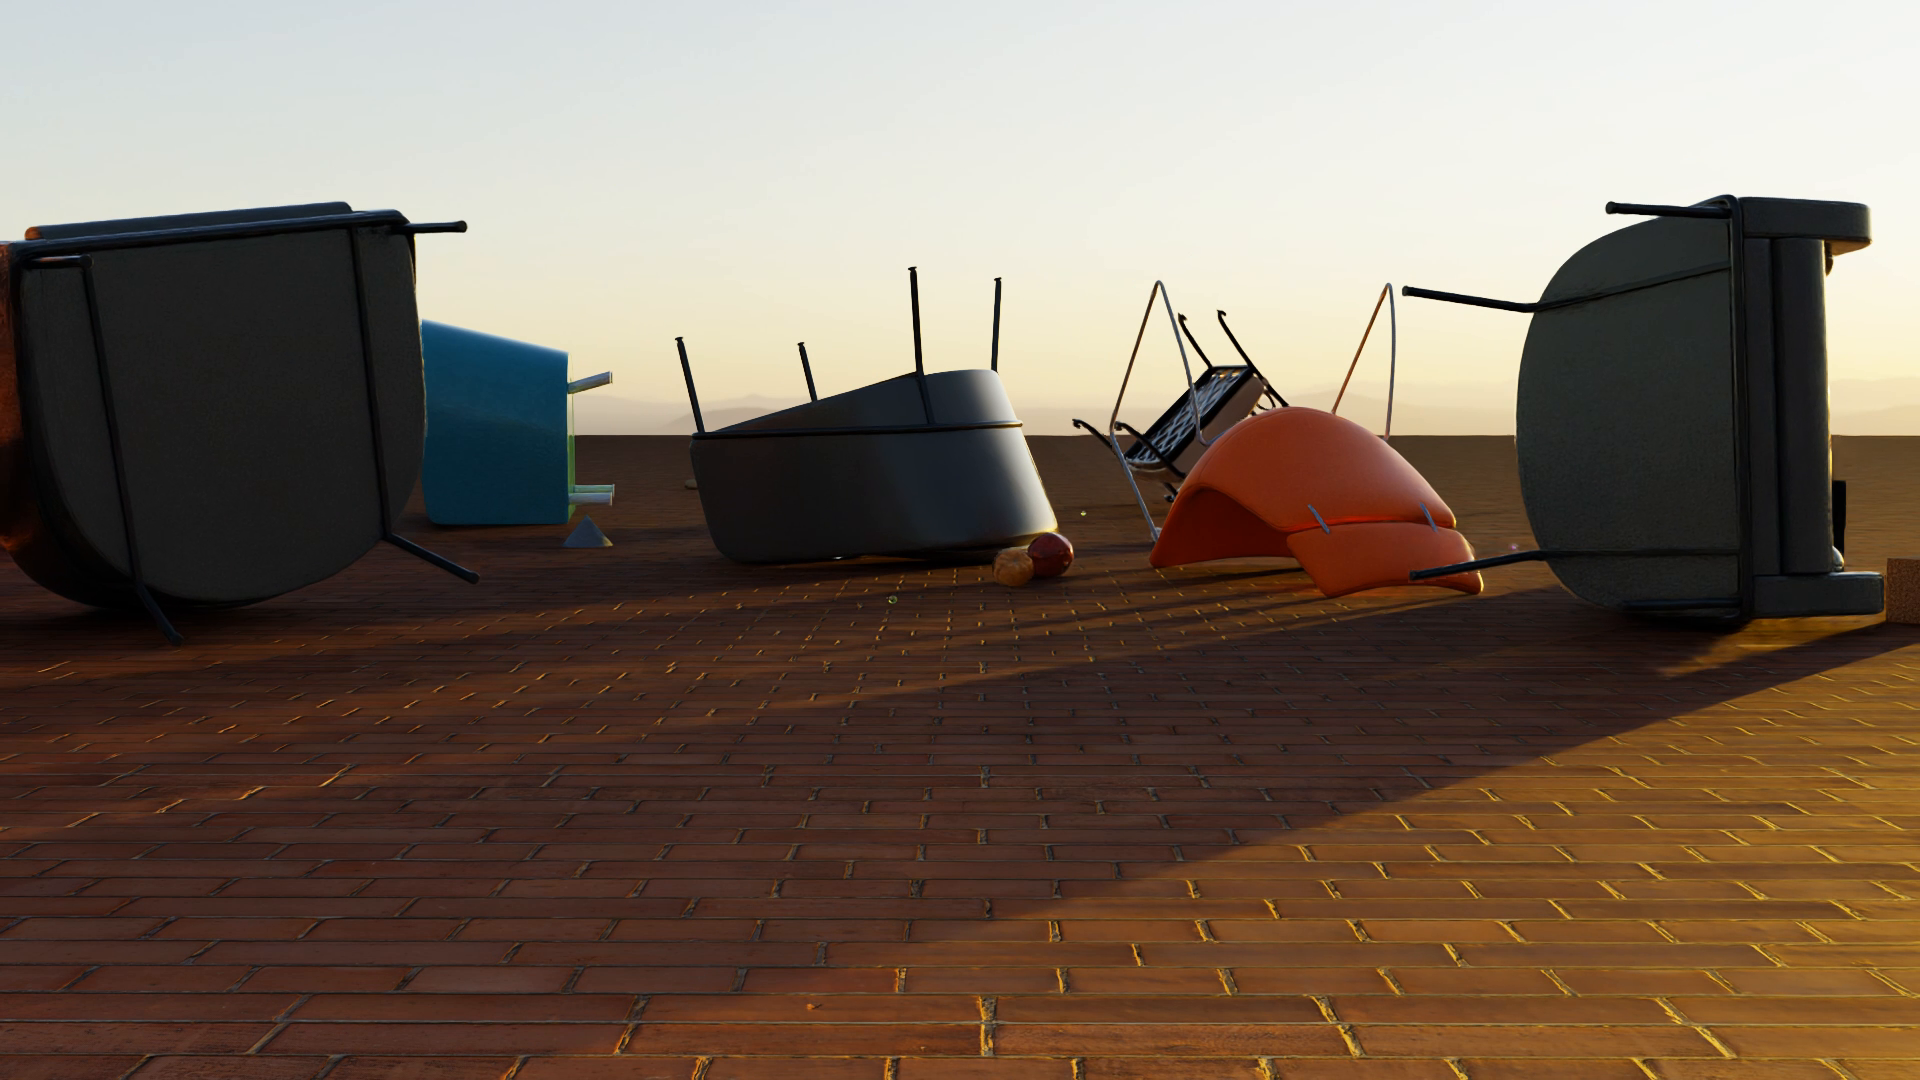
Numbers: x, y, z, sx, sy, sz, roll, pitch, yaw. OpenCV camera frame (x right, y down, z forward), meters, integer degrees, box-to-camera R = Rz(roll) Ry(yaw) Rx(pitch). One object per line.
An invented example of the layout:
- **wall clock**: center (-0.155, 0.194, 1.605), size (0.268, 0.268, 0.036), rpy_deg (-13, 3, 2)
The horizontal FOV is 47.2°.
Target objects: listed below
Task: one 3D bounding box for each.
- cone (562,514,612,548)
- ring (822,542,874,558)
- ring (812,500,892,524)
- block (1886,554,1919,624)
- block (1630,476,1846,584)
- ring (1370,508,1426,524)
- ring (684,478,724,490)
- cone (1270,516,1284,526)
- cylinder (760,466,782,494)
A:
- **cone**: center (-1.072, -0.029, 6.318), size (0.143, 0.090, 0.179), rpy_deg (0, 4, 6)
- **ring**: center (-0.301, 0.027, 5.878), size (0.128, 0.039, 0.148), rpy_deg (3, 6, 44)
- **ring**: center (-0.369, -0.095, 7.460), size (0.223, 0.065, 0.470), rpy_deg (-3, 5, -25)
- **block**: center (1.885, 0.096, 4.245), size (0.125, 0.123, 0.139), rpy_deg (-4, 5, -42)
- **block**: center (1.861, -0.029, 5.274), size (0.334, 0.231, 0.353), rpy_deg (-2, 4, -28)
- **ring**: center (1.469, -0.081, 7.372), size (0.196, 0.049, 0.112), rpy_deg (3, 6, 32)
- **ring**: center (-1.152, -0.253, 9.916), size (0.089, 0.045, 0.221), rpy_deg (2, 4, 45)
- **cone**: center (1.041, -0.054, 7.221), size (0.049, 0.034, 0.049), rpy_deg (-5, 22, 11)
- **cylinder**: center (-0.805, -0.257, 9.378), size (0.062, 0.116, 0.061), rpy_deg (-22, -31, 35)
